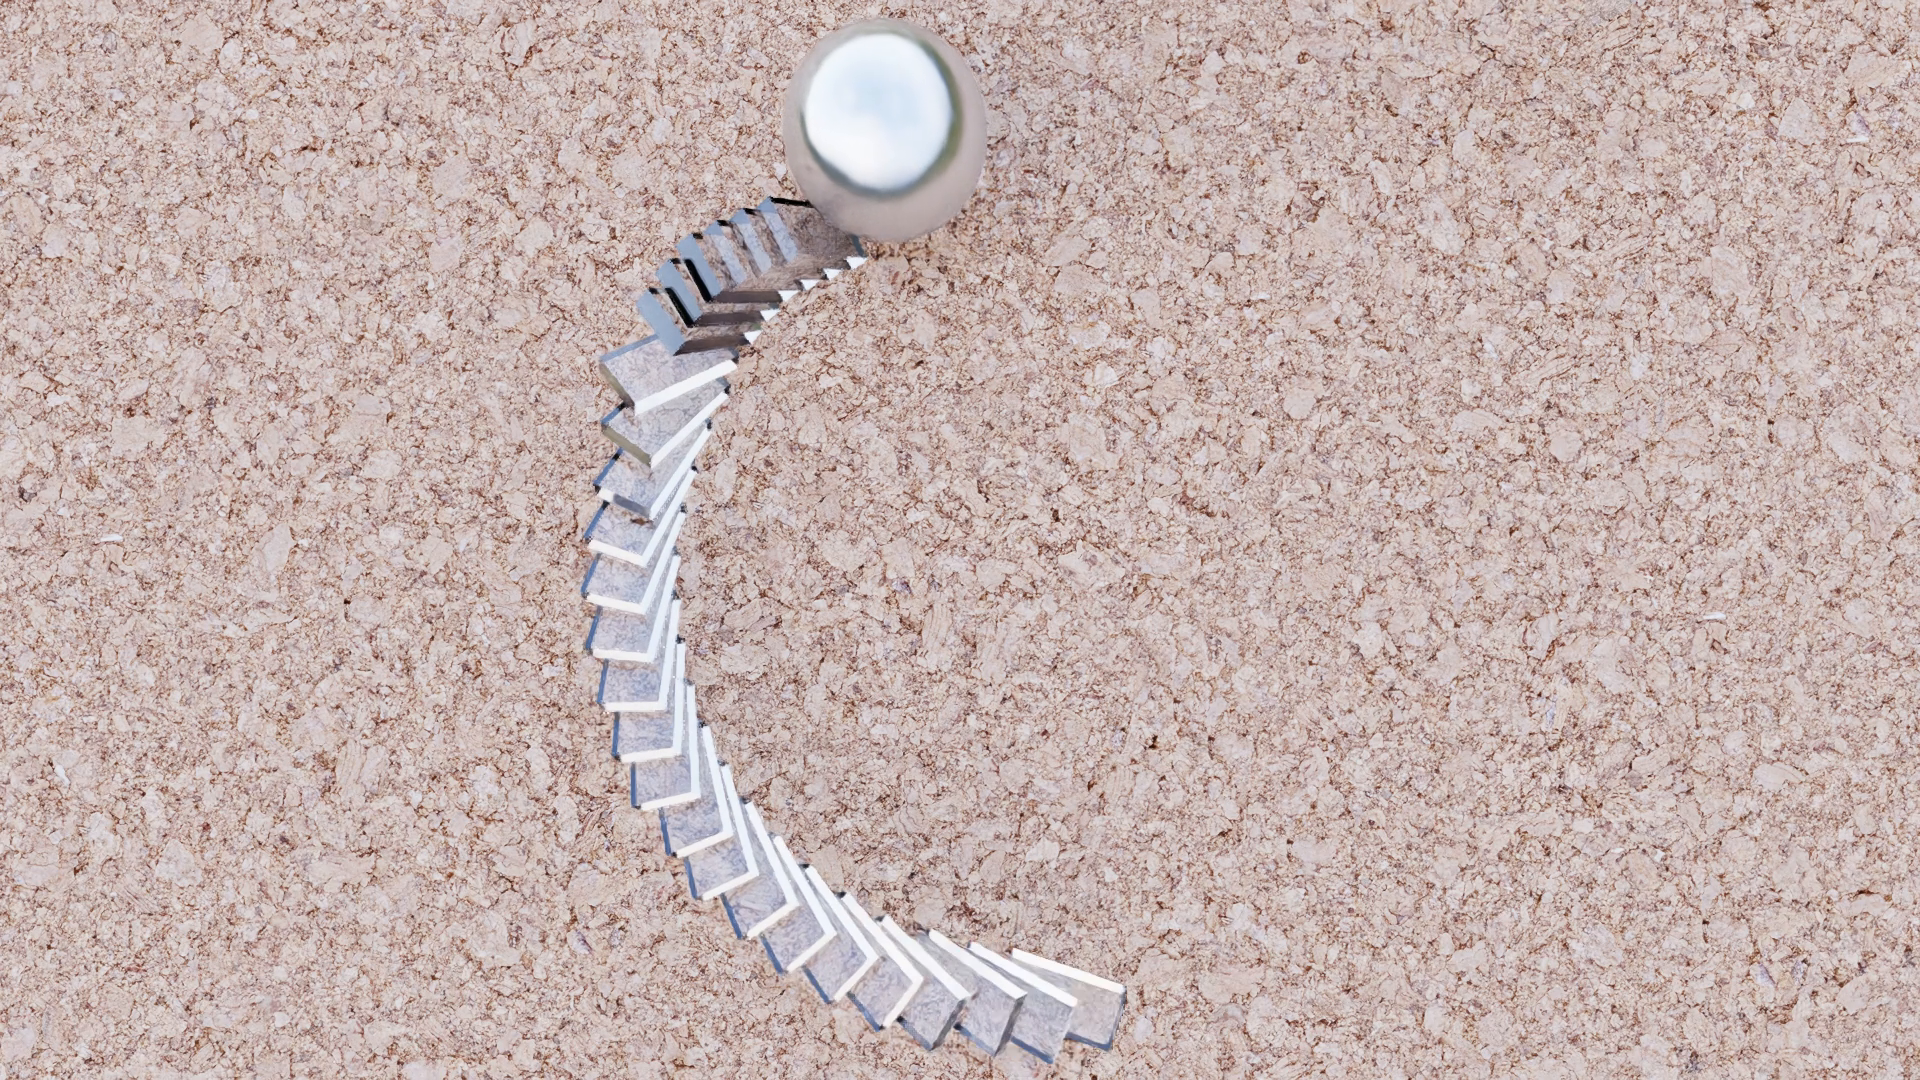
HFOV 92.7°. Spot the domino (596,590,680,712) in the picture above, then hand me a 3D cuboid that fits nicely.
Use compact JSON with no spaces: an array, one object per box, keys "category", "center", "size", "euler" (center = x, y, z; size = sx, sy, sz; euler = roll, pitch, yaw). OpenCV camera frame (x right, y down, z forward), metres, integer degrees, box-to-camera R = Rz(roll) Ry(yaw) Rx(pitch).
[{"category":"domino","center":[-0.134,0.046,0.383],"size":[0.025,0.009,0.050],"euler":[-2,60,0]}]

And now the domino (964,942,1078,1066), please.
[{"category":"domino","center":[0.021,0.193,0.383],"size":[0.050,0.009,0.025],"euler":[20,90,22]}]

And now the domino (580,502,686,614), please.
[{"category":"domino","center":[-0.136,0.004,0.383],"size":[0.025,0.009,0.050],"euler":[13,60,0]}]

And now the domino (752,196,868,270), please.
[{"category":"domino","center":[-0.060,-0.125,0.376],"size":[0.009,0.050,0.025],"euler":[-28,90,30]}]

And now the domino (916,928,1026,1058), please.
[{"category":"domino","center":[0.001,0.187,0.381],"size":[0.050,0.010,0.025],"euler":[21,91,33]}]

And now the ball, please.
[{"category":"ball","center":[-0.029,-0.159,0.360],"size":[0.080,0.080,0.080],"euler":[0,90,0]}]

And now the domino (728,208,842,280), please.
[{"category":"domino","center":[-0.070,-0.121,0.376],"size":[0.009,0.050,0.025],"euler":[-28,90,30]}]

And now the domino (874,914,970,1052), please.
[{"category":"domino","center":[-0.022,0.184,0.383],"size":[0.050,0.009,0.025],"euler":[31,93,31]}]

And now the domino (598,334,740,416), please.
[{"category":"domino","center":[-0.120,-0.074,0.381],"size":[0.050,0.009,0.025],"euler":[-34,80,-31]}]

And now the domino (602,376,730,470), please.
[{"category":"domino","center":[-0.122,-0.055,0.382],"size":[0.025,0.010,0.050],"euler":[35,57,0]}]

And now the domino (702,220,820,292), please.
[{"category":"domino","center":[-0.080,-0.116,0.376],"size":[0.010,0.050,0.025],"euler":[-28,90,30]}]

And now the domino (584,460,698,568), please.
[{"category":"domino","center":[-0.133,-0.016,0.383],"size":[0.025,0.010,0.050],"euler":[19,60,0]}]

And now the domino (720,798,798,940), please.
[{"category":"domino","center":[-0.090,0.137,0.383],"size":[0.025,0.009,0.050],"euler":[-36,60,0]}]

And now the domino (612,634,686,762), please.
[{"category":"domino","center":[-0.130,0.066,0.383],"size":[0.025,0.010,0.050],"euler":[-8,60,0]}]

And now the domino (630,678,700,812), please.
[{"category":"domino","center":[-0.124,0.085,0.383],"size":[0.025,0.010,0.050],"euler":[-13,60,0]}]

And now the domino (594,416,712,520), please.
[{"category":"domino","center":[-0.127,-0.035,0.383],"size":[0.025,0.009,0.050],"euler":[24,60,0]}]

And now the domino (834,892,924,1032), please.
[{"category":"domino","center":[-0.041,0.175,0.383],"size":[0.050,0.010,0.025],"euler":[37,91,31]}]

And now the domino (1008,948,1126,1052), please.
[{"category":"domino","center":[0.043,0.197,0.394],"size":[0.050,0.009,0.025],"euler":[17,90,4]}]

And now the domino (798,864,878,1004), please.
[{"category":"domino","center":[-0.059,0.164,0.383],"size":[0.025,0.010,0.050],"euler":[-47,60,0]}]

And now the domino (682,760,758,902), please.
[{"category":"domino","center":[-0.104,0.121,0.383],"size":[0.025,0.010,0.050],"euler":[-26,60,0]}]

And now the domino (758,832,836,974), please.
[{"category":"domino","center":[-0.076,0.151,0.383],"size":[0.025,0.010,0.050],"euler":[-41,60,0]}]

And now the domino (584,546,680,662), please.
[{"category":"domino","center":[-0.136,0.025,0.383],"size":[0.025,0.009,0.050],"euler":[5,60,0]}]

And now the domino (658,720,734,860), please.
[{"category":"domino","center":[-0.114,0.104,0.383],"size":[0.025,0.009,0.050],"euler":[-23,60,0]}]

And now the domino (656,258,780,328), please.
[{"category":"domino","center":[-0.098,-0.102,0.376],"size":[0.009,0.050,0.025],"euler":[-30,90,30]}]

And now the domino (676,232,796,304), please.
[{"category":"domino","center":[-0.090,-0.111,0.376],"size":[0.009,0.050,0.025],"euler":[-28,90,30]}]

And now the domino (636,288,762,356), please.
[{"category":"domino","center":[-0.106,-0.091,0.376],"size":[0.010,0.050,0.025],"euler":[-36,89,30]}]
